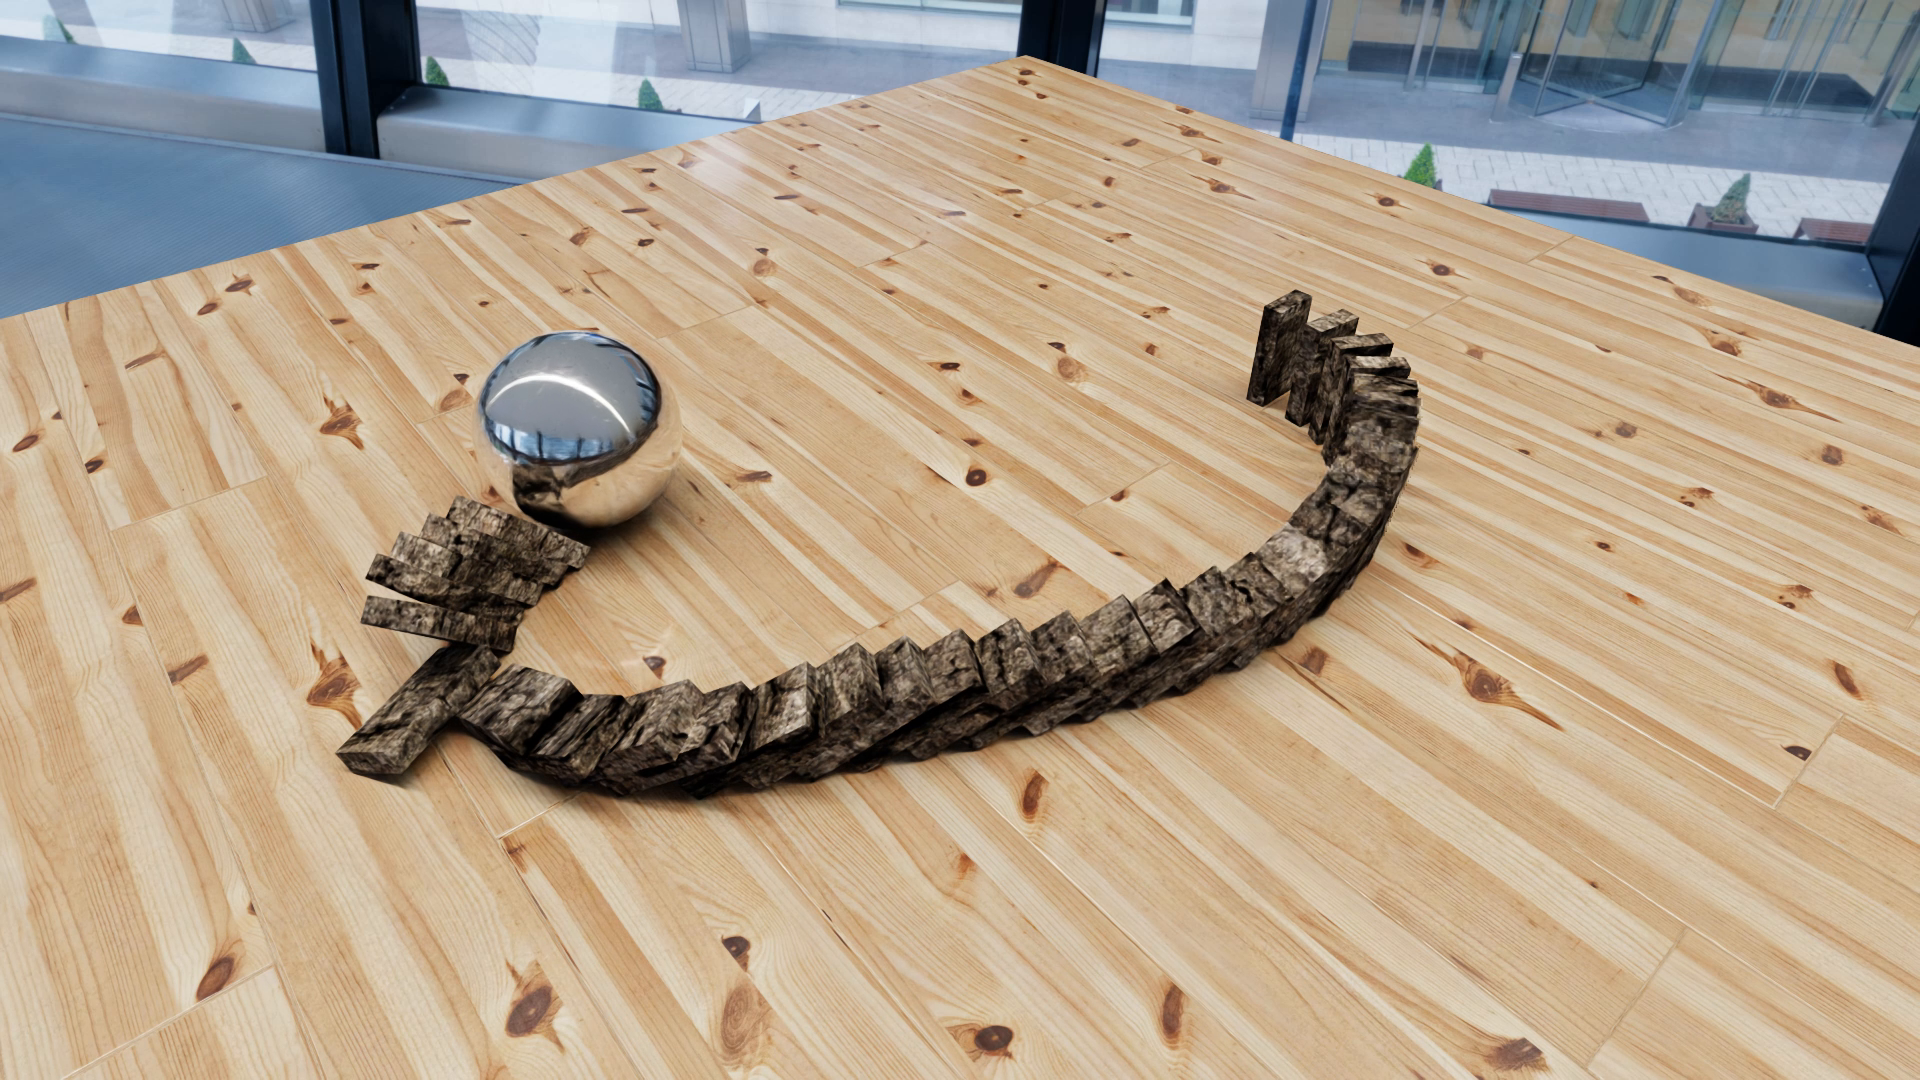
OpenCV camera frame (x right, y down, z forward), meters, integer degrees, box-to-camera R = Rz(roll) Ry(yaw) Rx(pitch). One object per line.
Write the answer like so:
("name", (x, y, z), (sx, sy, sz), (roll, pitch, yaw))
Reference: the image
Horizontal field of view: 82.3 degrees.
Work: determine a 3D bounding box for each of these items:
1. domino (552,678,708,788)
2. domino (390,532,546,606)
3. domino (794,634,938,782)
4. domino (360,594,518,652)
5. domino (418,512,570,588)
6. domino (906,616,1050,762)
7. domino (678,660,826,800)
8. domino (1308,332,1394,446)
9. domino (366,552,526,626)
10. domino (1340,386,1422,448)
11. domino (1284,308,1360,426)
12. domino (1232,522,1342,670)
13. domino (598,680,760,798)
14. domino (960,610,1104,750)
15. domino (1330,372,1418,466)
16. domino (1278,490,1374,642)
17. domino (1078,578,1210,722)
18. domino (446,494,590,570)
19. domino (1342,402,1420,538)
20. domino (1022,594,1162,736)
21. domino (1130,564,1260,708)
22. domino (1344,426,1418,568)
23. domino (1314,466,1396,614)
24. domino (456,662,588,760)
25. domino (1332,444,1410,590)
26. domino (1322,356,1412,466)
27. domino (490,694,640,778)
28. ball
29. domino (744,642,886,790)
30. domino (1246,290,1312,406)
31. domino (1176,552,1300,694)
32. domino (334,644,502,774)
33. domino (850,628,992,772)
("domino", (-0.105, 0.061, 0.348), (0.050, 0.009, 0.025), (-18, 33, 30))
("domino", (-0.179, 0.011, 0.402), (0.025, 0.050, 0.009), (18, 81, 20))
("domino", (-0.033, 0.055, 0.356), (0.050, 0.010, 0.025), (-34, 40, 12))
("domino", (-0.178, 0.029, 0.380), (0.025, 0.050, 0.009), (8, 79, 9))
("domino", (-0.173, 0.004, 0.410), (0.025, 0.050, 0.009), (18, 81, 20))
("domino", (0.003, 0.049, 0.364), (0.050, 0.009, 0.025), (-32, 40, 10))
("domino", (-0.066, 0.060, 0.348), (0.050, 0.009, 0.025), (-28, 40, 18))
("domino", (0.175, -0.067, 0.494), (0.025, 0.050, 0.009), (-7, 40, -9))
("domino", (-0.182, 0.019, 0.393), (0.025, 0.050, 0.009), (18, 81, 20))
("domino", (0.170, -0.036, 0.455), (0.025, 0.050, 0.009), (16, 32, 18))
("domino", (0.167, -0.079, 0.508), (0.025, 0.050, 0.009), (-24, 45, -26))
("domino", (0.110, 0.020, 0.397), (0.050, 0.010, 0.025), (-45, 47, 5))
("domino", (-0.089, 0.063, 0.347), (0.050, 0.010, 0.025), (-21, 32, 26))
("domino", (0.020, 0.047, 0.367), (0.050, 0.009, 0.025), (-32, 40, 10))
("domino", (0.174, -0.045, 0.466), (0.025, 0.050, 0.010), (9, 37, 11))
("domino", (0.126, 0.010, 0.407), (0.025, 0.009, 0.050), (41, 97, 39))
("domino", (0.058, 0.038, 0.377), (0.050, 0.010, 0.025), (-36, 43, 8))
("domino", (-0.167, -0.002, 0.418), (0.025, 0.050, 0.010), (18, 81, 20))
("domino", (0.165, -0.028, 0.445), (0.025, 0.050, 0.009), (19, 25, 22))
("domino", (0.040, 0.042, 0.372), (0.050, 0.009, 0.025), (-34, 41, 10))
("domino", (0.076, 0.033, 0.382), (0.050, 0.010, 0.025), (-36, 44, 8))
("domino", (0.158, -0.017, 0.434), (0.025, 0.050, 0.010), (26, 17, 28))
("domino", (0.139, 0.000, 0.416), (0.025, 0.050, 0.010), (37, 13, 36))
("domino", (-0.143, 0.054, 0.356), (0.050, 0.010, 0.025), (2, 40, 49))
("domino", (0.149, -0.009, 0.425), (0.025, 0.050, 0.010), (30, 14, 32))
("domino", (0.176, -0.056, 0.479), (0.025, 0.050, 0.009), (1, 39, 1))
("domino", (-0.126, 0.061, 0.348), (0.050, 0.010, 0.025), (-6, 36, 43))
("ball", (-0.152, -0.044, 0.441), (0.080, 0.080, 0.080), (0, 39, 0))
("domino", (-0.048, 0.057, 0.353), (0.050, 0.009, 0.025), (-33, 40, 13))
("domino", (0.151, -0.091, 0.522), (0.025, 0.050, 0.009), (-30, 48, -32))
("domino", (0.091, 0.029, 0.388), (0.050, 0.009, 0.025), (-38, 44, 5))
("domino", (-0.180, 0.056, 0.368), (0.025, 0.010, 0.050), (-7, 34, 28))
("domino", (-0.015, 0.052, 0.360), (0.050, 0.009, 0.025), (-32, 40, 10))
